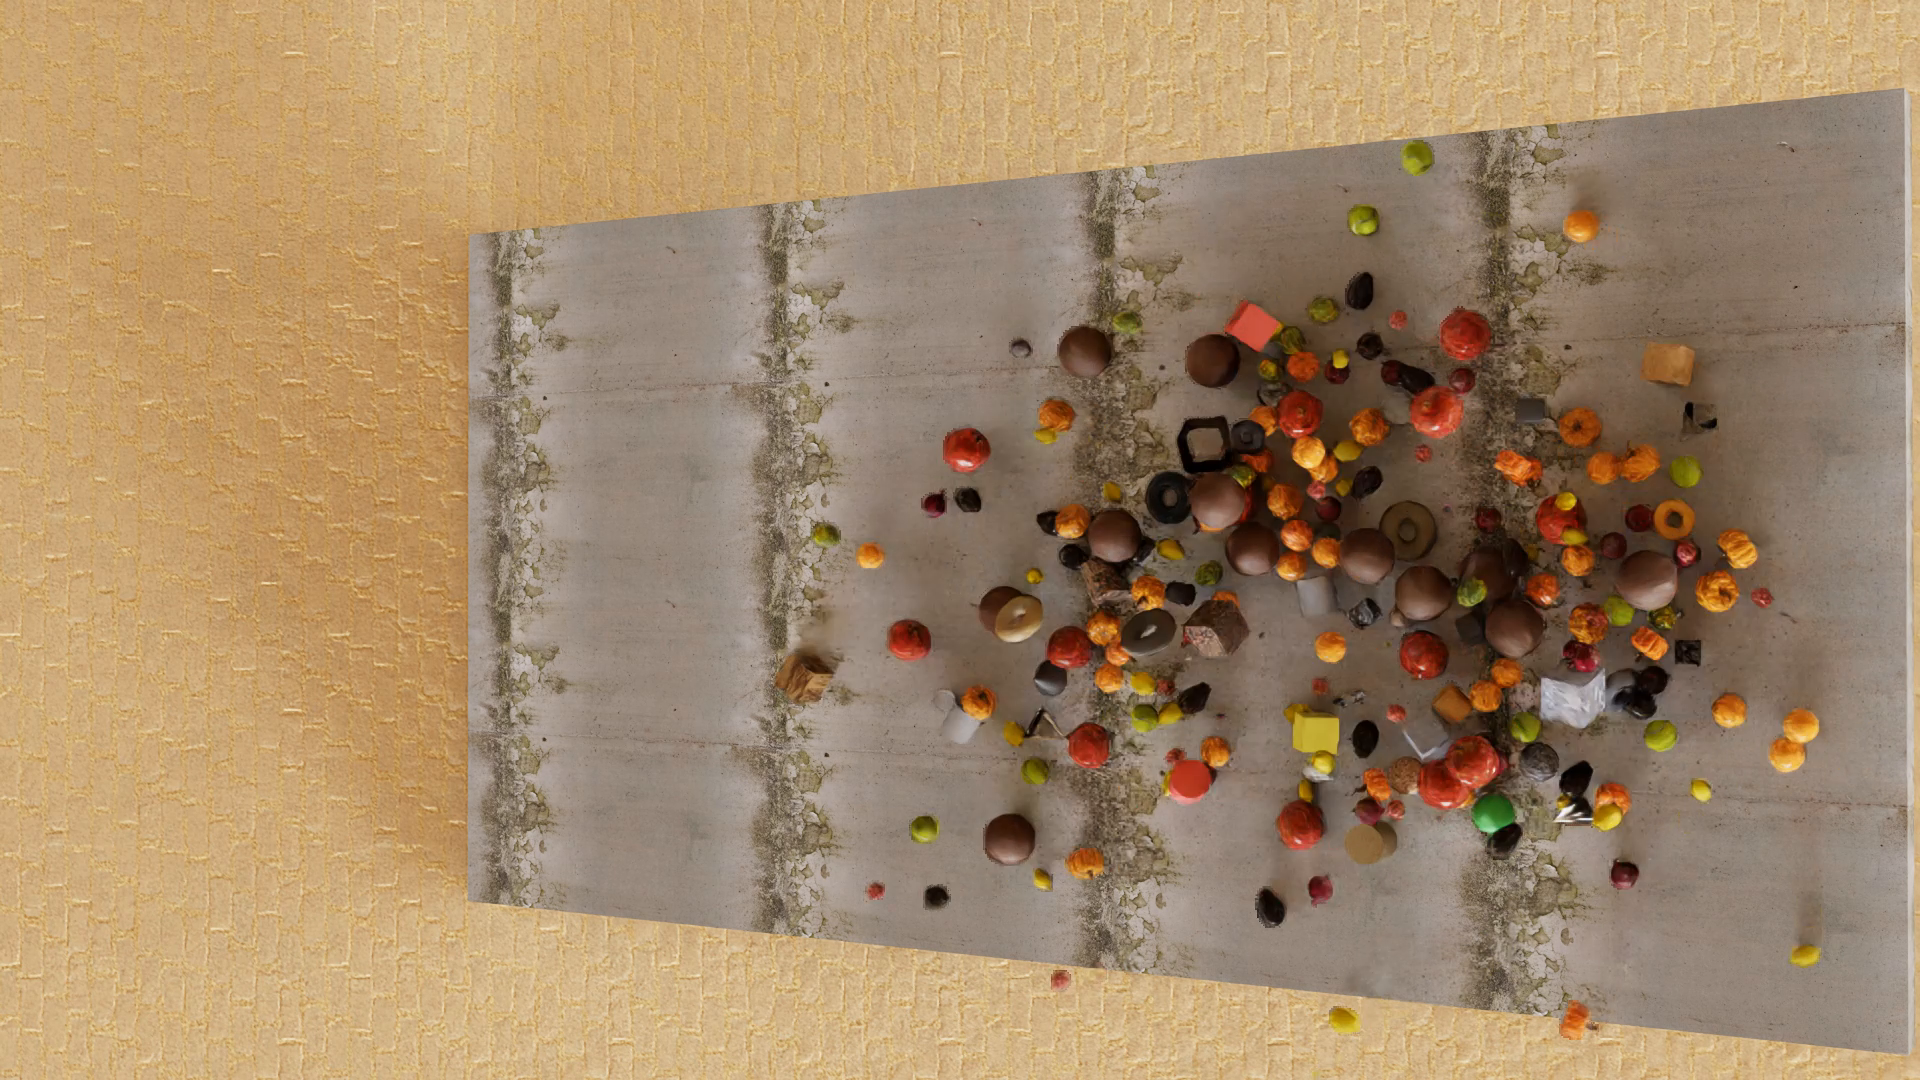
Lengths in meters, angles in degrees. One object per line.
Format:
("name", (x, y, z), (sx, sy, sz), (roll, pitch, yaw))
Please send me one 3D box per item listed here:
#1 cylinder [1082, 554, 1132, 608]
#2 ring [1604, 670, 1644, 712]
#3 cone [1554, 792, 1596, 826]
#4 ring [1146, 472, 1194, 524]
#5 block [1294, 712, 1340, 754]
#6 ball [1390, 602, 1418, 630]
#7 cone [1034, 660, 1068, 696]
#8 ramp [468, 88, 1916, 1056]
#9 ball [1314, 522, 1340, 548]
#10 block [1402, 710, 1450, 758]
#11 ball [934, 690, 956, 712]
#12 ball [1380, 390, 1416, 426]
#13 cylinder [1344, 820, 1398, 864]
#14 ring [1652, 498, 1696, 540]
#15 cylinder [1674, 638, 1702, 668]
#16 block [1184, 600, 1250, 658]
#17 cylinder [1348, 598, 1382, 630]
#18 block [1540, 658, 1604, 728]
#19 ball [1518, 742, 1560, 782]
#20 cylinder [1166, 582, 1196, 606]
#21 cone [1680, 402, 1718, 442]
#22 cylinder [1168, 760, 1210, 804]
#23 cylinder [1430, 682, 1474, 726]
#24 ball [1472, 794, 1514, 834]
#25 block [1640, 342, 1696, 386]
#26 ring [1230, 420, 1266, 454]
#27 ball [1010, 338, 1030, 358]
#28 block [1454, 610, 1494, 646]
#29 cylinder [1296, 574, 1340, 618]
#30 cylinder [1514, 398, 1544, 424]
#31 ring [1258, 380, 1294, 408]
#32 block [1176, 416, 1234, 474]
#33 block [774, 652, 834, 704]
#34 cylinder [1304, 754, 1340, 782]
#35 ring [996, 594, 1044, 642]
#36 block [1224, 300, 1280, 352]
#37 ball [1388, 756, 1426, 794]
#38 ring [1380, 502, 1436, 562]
("cylinder", (0.361, 0.099, 5.433), (0.100, 0.100, 0.100), (-17, 69, 0))
("ring", (1.438, 0.329, 4.792), (0.114, 0.038, 0.114), (-13, 131, -15))
("cone", (1.314, 0.593, 4.739), (0.080, 0.080, 0.080), (-22, 90, 1))
("ring", (0.514, -0.102, 5.385), (0.131, 0.044, 0.131), (0, 90, 32))
("block", (0.833, 0.450, 5.144), (0.083, 0.083, 0.083), (1, 94, -7))
("ball", (1.021, 0.175, 5.068), (0.062, 0.062, 0.062), (0, 89, 0))
("cone", (0.207, 0.349, 5.534), (0.093, 0.093, 0.093), (-1, 88, 30))
("ramp", (0.266, 0.073, 5.615), (4.000, 0.100, 2.000), (0, 89, 31))
("ball", (0.863, -0.012, 5.164), (0.062, 0.062, 0.062), (0, 89, 0))
("block", (1.063, 0.444, 5.015), (0.075, 0.075, 0.075), (-34, 73, 2))
("ball", (-0.040, 0.417, 5.703), (0.058, 0.058, 0.058), (0, 89, 0))
("ball", (1.006, -0.302, 5.053), (0.081, 0.081, 0.081), (0, 89, 0))
("cylinder", (0.951, 0.700, 5.087), (0.093, 0.093, 0.093), (0, 89, 31))
("ring", (1.548, -0.044, 4.773), (0.092, 0.031, 0.092), (-1, 87, 30))
("cylinder", (1.571, 0.242, 4.741), (0.054, 0.054, 0.054), (7, 76, 0))
("block", (0.608, 0.209, 5.202), (0.094, 0.094, 0.094), (-46, 119, -28))
("cylinder", (0.937, 0.172, 5.087), (0.055, 0.055, 0.055), (48, 117, 0))
("block", (1.308, 0.327, 4.695), (0.098, 0.098, 0.098), (13, 120, 39))
("ball", (1.287, 0.494, 4.891), (0.088, 0.088, 0.088), (0, 89, 0))
("cylinder", (0.530, 0.128, 5.280), (0.052, 0.052, 0.052), (-9, 104, -40))
("cone", (1.578, -0.240, 4.748), (0.080, 0.080, 0.080), (27, 131, 0))
("cylinder", (0.547, 0.576, 5.241), (0.093, 0.093, 0.093), (0, 75, 1))
("cylinder", (1.110, 0.370, 4.960), (0.068, 0.068, 0.068), (44, 90, 1))
("ball", (1.199, 0.616, 4.941), (0.091, 0.091, 0.091), (0, 89, 0))
("block", (1.529, -0.379, 4.750), (0.079, 0.079, 0.079), (12, 94, 42))
("ring", (0.679, -0.242, 5.198), (0.087, 0.029, 0.087), (4, 114, 9))
("ball", (0.155, -0.487, 5.600), (0.050, 0.050, 0.050), (0, 89, 0))
("block", (1.163, 0.200, 4.977), (0.054, 0.054, 0.054), (-34, 59, 32))
("cylinder", (0.836, 0.129, 5.135), (0.087, 0.087, 0.087), (-13, 90, 0))
("cylinder", (1.265, -0.286, 4.881), (0.059, 0.059, 0.059), (4, 89, 19))
("ring", (0.751, -0.347, 5.231), (0.087, 0.029, 0.087), (-6, 45, 6))
("block", (0.583, -0.225, 5.228), (0.097, 0.097, 0.097), (-5, 65, -13))
("block", (-0.419, 0.370, 5.909), (0.095, 0.095, 0.095), (39, 109, 25))
("cylinder", (0.845, 0.533, 5.145), (0.060, 0.060, 0.060), (-15, 89, 43))
("ring", (0.145, 0.193, 5.392), (0.134, 0.134, 0.045), (-43, 126, 0))
("block", (0.689, -0.504, 5.188), (0.085, 0.085, 0.085), (34, 97, -7))
("ball", (1.025, 0.540, 5.047), (0.088, 0.088, 0.088), (0, 89, 0))
("ring", (1.032, -0.020, 5.072), (0.140, 0.047, 0.140), (2, 93, 32))
